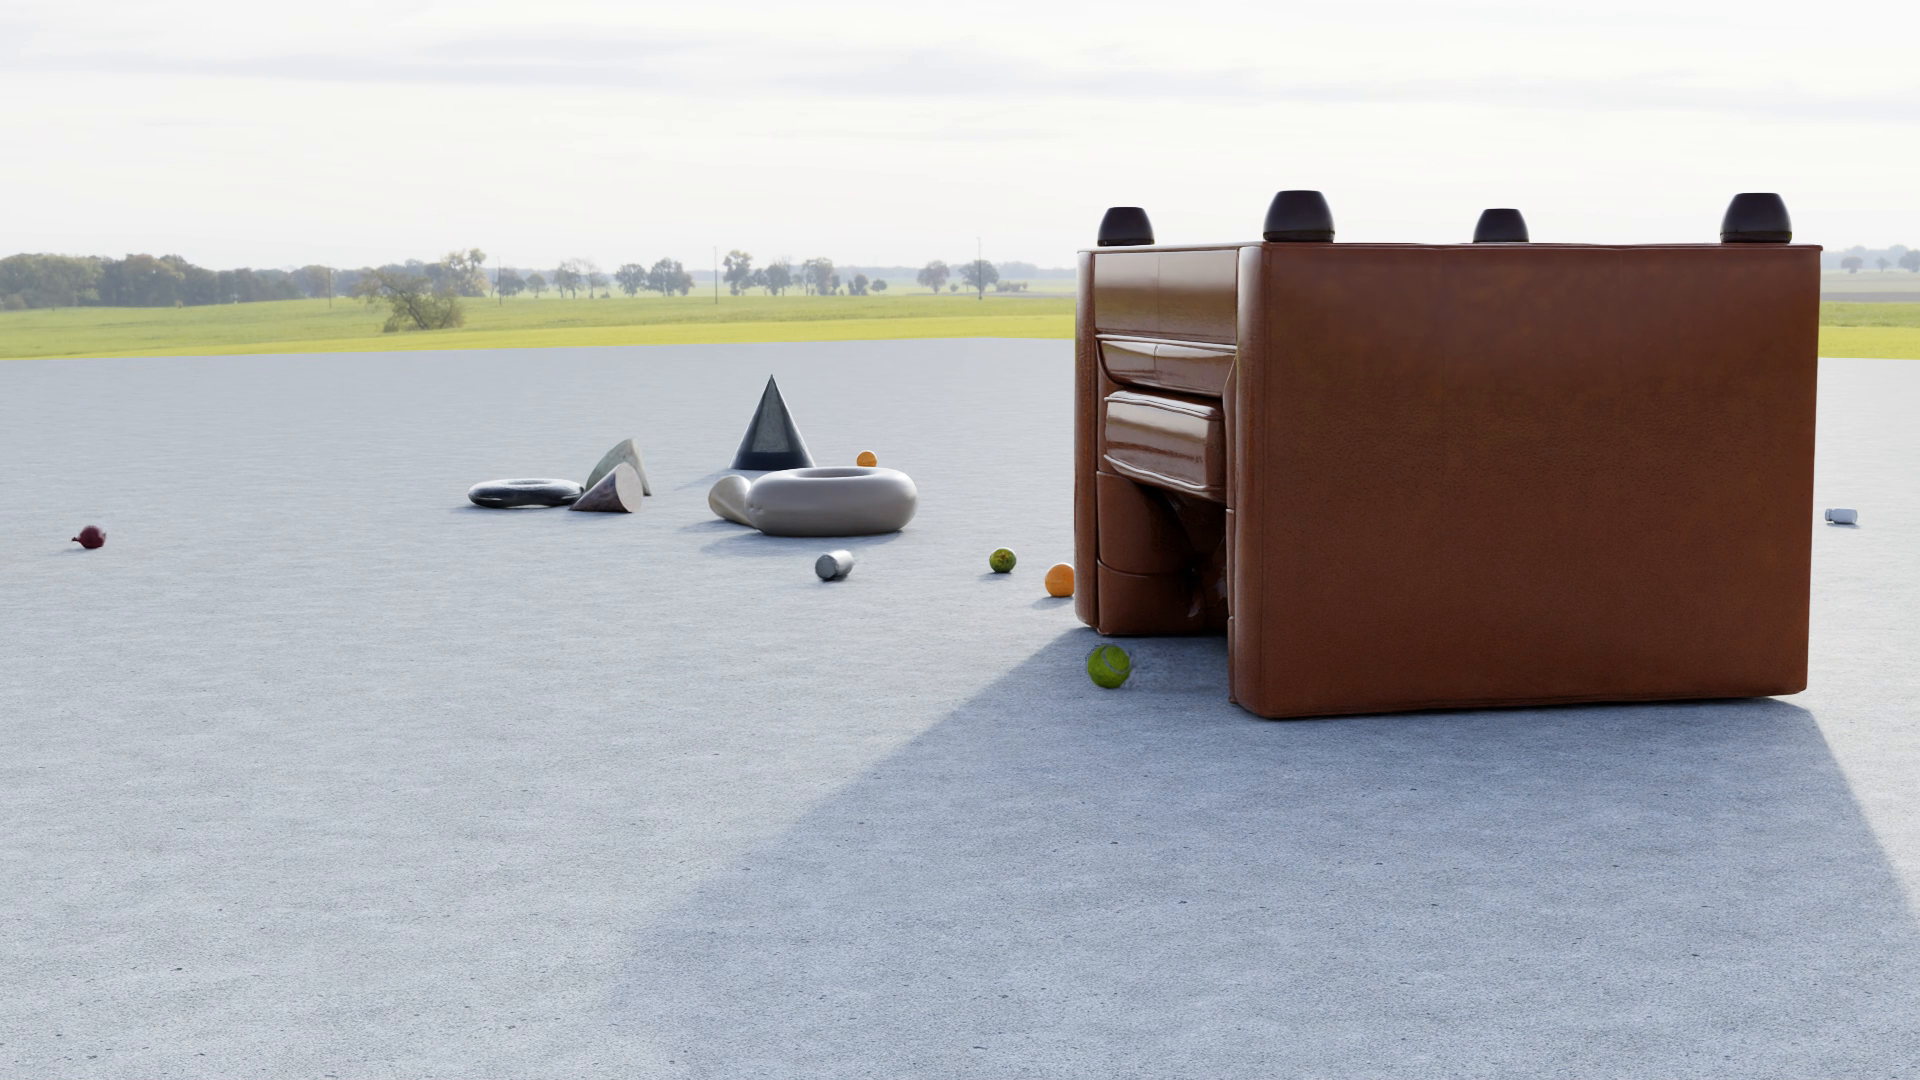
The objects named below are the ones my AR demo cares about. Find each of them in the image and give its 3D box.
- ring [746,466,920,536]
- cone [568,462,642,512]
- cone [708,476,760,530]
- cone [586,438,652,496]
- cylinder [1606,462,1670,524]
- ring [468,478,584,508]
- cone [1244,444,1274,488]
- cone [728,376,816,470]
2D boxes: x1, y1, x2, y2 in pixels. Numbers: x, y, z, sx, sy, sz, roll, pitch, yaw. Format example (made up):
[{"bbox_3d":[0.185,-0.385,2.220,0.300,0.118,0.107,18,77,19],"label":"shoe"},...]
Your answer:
[{"bbox_3d":[-0.329,-0.099,6.631,0.479,0.154,0.385,-6,9,-37],"label":"ring"},{"bbox_3d":[-1.016,-0.115,7.195,0.201,0.140,0.192,-19,18,16],"label":"cone"},{"bbox_3d":[-0.568,-0.071,6.809,0.128,0.122,0.325,-24,23,-11],"label":"cone"},{"bbox_3d":[-0.986,-0.177,7.707,0.157,0.200,0.262,35,28,11],"label":"cone"},{"bbox_3d":[1.822,-0.129,6.892,0.162,0.158,0.132,-5,4,17],"label":"cylinder"},{"bbox_3d":[-1.252,-0.135,7.412,0.314,0.066,0.389,3,6,21],"label":"ring"},{"bbox_3d":[0.936,-0.236,8.011,0.092,0.142,0.074,1,6,6],"label":"cone"},{"bbox_3d":[-0.646,-0.411,8.826,0.303,0.323,0.326,-2,6,-17],"label":"cone"}]
